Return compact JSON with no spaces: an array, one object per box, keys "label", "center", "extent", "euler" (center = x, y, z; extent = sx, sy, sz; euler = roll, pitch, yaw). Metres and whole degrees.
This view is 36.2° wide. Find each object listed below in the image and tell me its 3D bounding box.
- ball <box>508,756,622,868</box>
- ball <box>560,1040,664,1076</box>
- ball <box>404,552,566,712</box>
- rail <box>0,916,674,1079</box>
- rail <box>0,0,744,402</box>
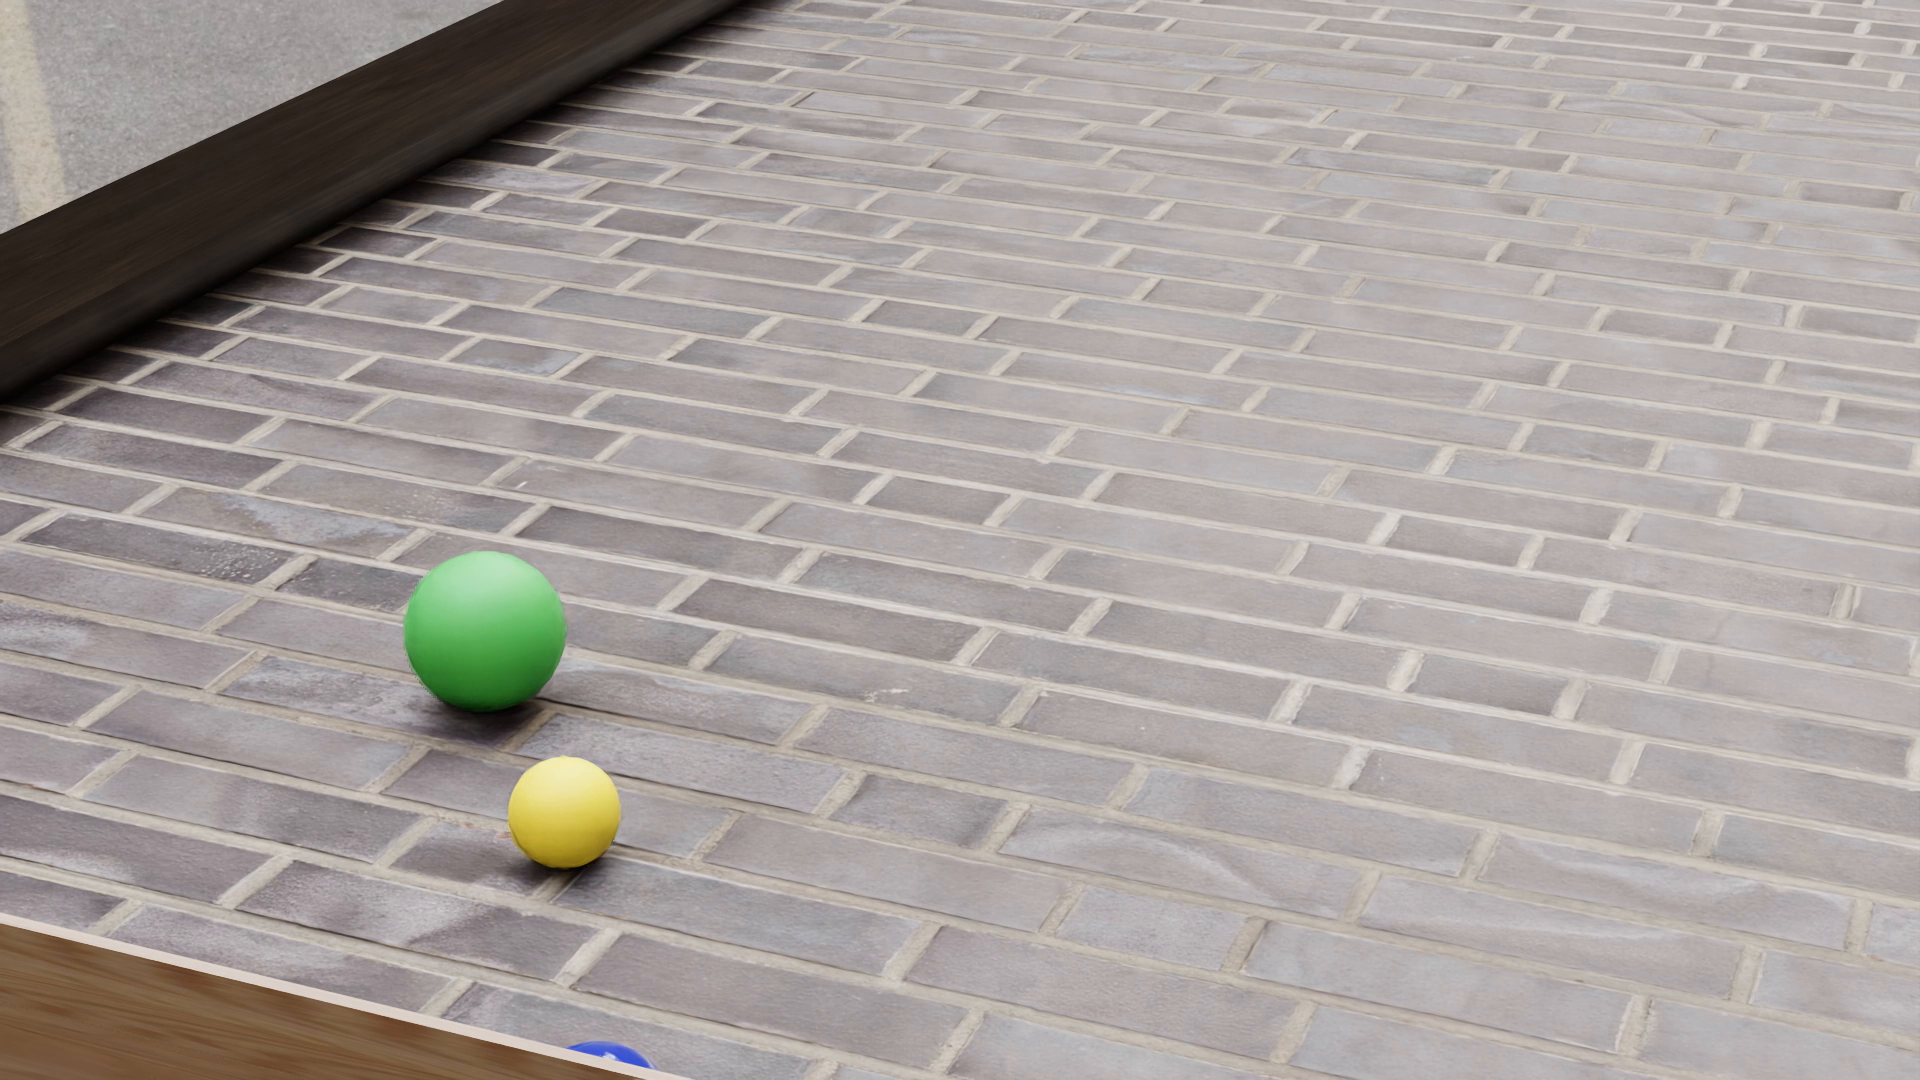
[{"label":"ball","center":[-0.214,0.147,1.589],"extent":[0.061,0.061,0.061],"euler":[0,25,0]},{"label":"ball","center":[-0.163,0.262,1.328],"extent":[0.071,0.071,0.071],"euler":[0,25,0]},{"label":"ball","center":[-0.282,0.054,1.750],"extent":[0.095,0.095,0.095],"euler":[0,25,0]},{"label":"rail","center":[-0.255,0.244,1.301],"extent":[1.578,0.124,0.045],"euler":[9,26,20]},{"label":"rail","center":[-0.447,-0.419,2.743],"extent":[0.045,0.124,2.853],"euler":[9,26,20]}]
